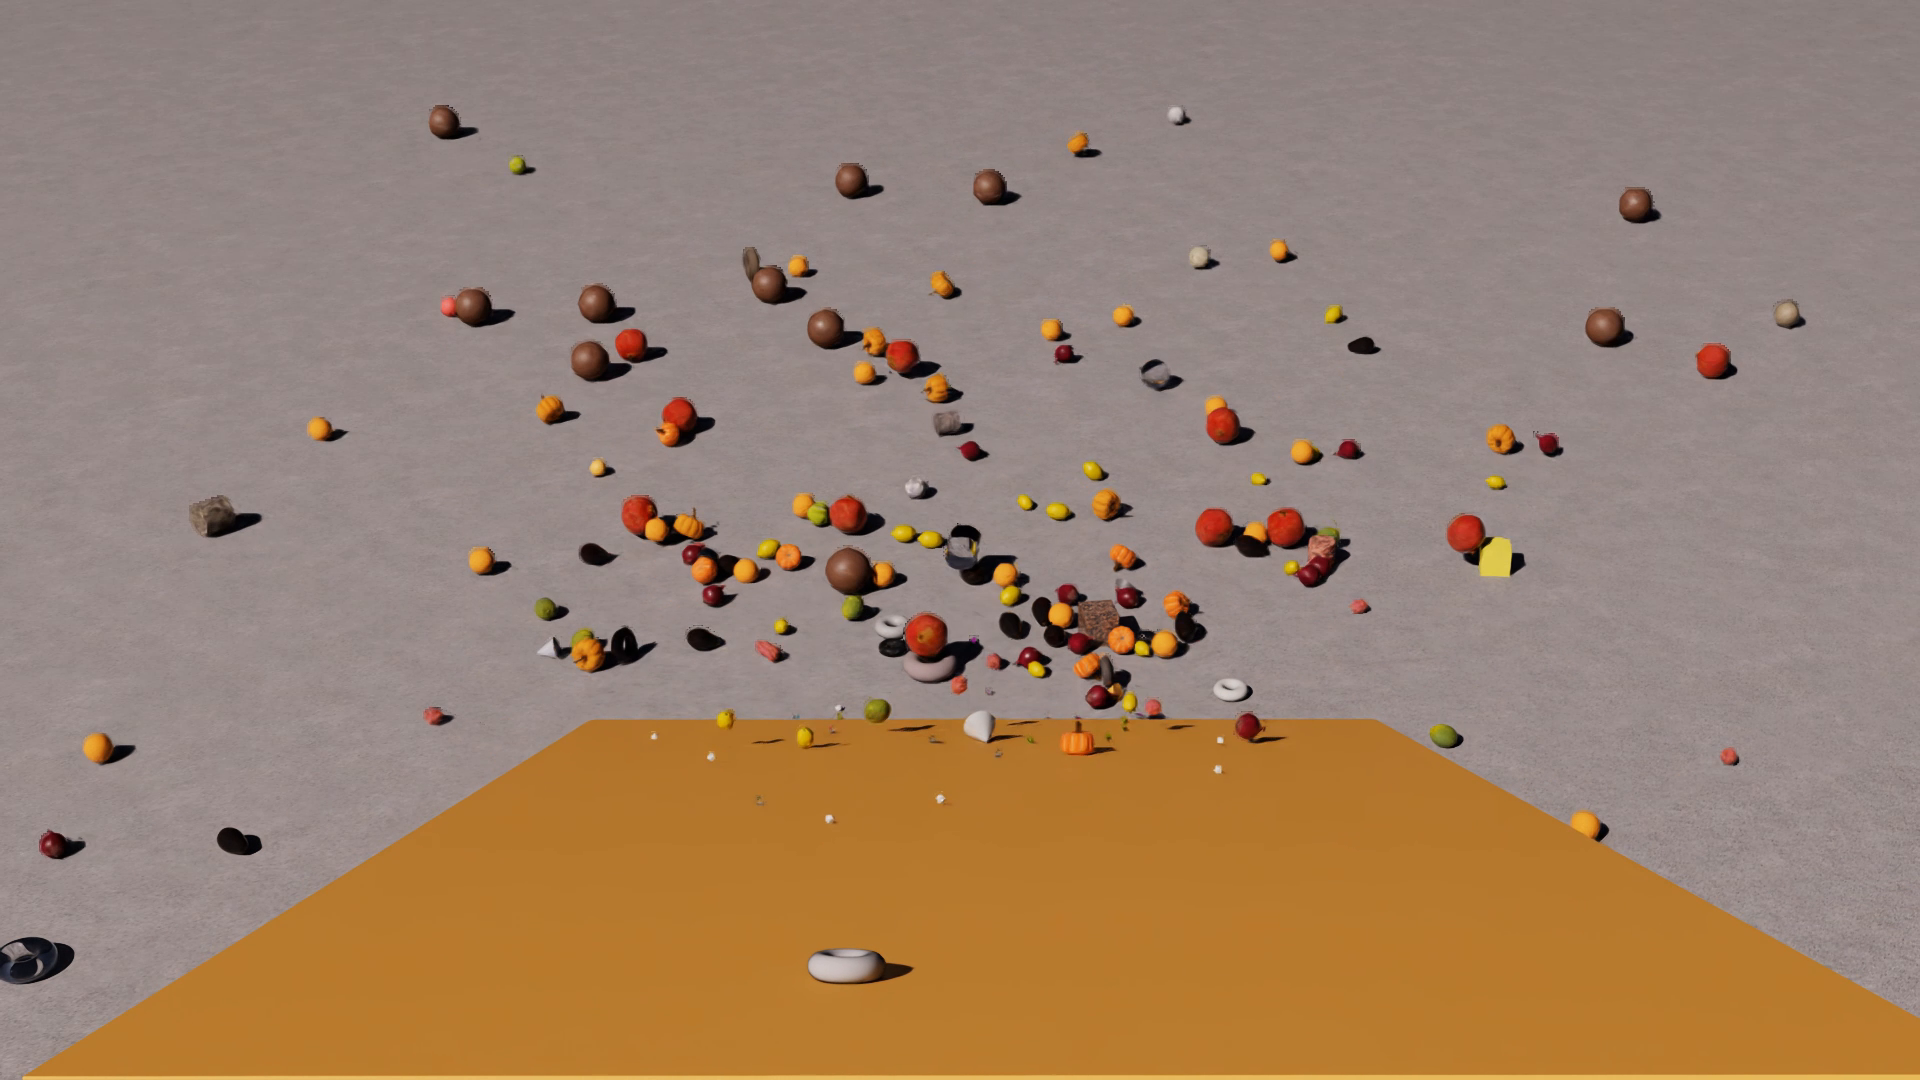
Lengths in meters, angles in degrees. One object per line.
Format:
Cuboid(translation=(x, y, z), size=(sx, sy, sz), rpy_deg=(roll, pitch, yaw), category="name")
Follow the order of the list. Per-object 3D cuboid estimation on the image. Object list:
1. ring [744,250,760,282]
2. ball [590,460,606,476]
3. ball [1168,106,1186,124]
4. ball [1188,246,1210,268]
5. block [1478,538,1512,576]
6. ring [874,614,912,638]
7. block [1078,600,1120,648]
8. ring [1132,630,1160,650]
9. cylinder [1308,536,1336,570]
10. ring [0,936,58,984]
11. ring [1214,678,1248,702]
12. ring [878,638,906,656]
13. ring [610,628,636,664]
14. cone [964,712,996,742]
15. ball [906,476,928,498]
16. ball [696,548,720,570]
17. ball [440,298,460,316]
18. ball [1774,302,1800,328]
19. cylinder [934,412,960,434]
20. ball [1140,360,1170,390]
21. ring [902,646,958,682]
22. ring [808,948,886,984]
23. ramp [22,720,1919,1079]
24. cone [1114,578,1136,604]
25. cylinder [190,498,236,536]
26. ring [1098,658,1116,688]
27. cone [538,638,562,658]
Cuboid(translation=(-0.770, -1.017, 9.564), size=(0.040, 0.121, 0.121), rpy_deg=(-9, 28, -16), category="ring")
Cuboid(translation=(-1.133, -0.226, 8.080), size=(0.051, 0.051, 0.051), rpy_deg=(0, 27, 0), category="ball")
Cuboid(translation=(0.948, -1.860, 11.297), size=(0.075, 0.075, 0.075), rpy_deg=(0, 27, 0), category="ball")
Cuboid(translation=(0.901, -1.062, 9.708), size=(0.081, 0.081, 0.081), rpy_deg=(0, 27, 0), category="ball")
Cuboid(translation=(1.555, 0.049, 7.499), size=(0.083, 0.083, 0.083), rpy_deg=(2, 27, 5), category="block")
Cuboid(translation=(-0.185, 0.241, 7.174), size=(0.103, 0.034, 0.103), rpy_deg=(0, 28, 0), category="ring")
Cuboid(translation=(0.382, 0.231, 7.125), size=(0.094, 0.094, 0.094), rpy_deg=(-4, 27, -9), category="block")
Cuboid(translation=(0.512, 0.276, 7.112), size=(0.080, 0.027, 0.080), rpy_deg=(1, 27, 0), category="ring")
Cuboid(translation=(1.054, 0.037, 7.529), size=(0.077, 0.077, 0.077), rpy_deg=(0, 27, 0), category="cylinder")
Cuboid(translation=(-2.091, 0.939, 5.773), size=(0.143, 0.048, 0.143), rpy_deg=(-1, 27, 1), category="ring")
Cuboid(translation=(0.720, 0.399, 6.864), size=(0.093, 0.031, 0.093), rpy_deg=(-1, 27, 1), category="ring")
Cuboid(translation=(-0.185, 0.294, 7.076), size=(0.079, 0.026, 0.079), rpy_deg=(-1, 27, 1), category="ring")
Cuboid(translation=(-0.914, 0.287, 7.015), size=(0.033, 0.098, 0.098), rpy_deg=(1, 24, 28), category="ring")
Cuboid(translation=(0.055, 0.451, 5.997), size=(0.078, 0.078, 0.078), rpy_deg=(-6, 29, -12), category="cone")
Cuboid(translation=(-0.135, -0.160, 7.933), size=(0.067, 0.067, 0.067), rpy_deg=(0, 27, 0), category="ball")
Cuboid(translation=(-0.733, 0.056, 7.503), size=(0.066, 0.066, 0.066), rpy_deg=(0, 27, 0), category="ball")
Cuboid(translation=(-1.833, -0.837, 9.276), size=(0.067, 0.067, 0.067), rpy_deg=(0, 27, 0), category="ball")
Cuboid(translation=(2.942, -0.802, 9.182), size=(0.090, 0.090, 0.090), rpy_deg=(0, 27, 0), category="ball")
Cuboid(translation=(-0.042, -0.378, 8.359), size=(0.070, 0.070, 0.070), rpy_deg=(-7, 27, -16), category="cylinder")
Cuboid(translation=(0.658, -0.558, 8.686), size=(0.099, 0.099, 0.099), rpy_deg=(0, 27, 0), category="ball")
Cuboid(translation=(-0.081, 0.334, 6.971), size=(0.150, 0.050, 0.150), rpy_deg=(0, 26, 0), category="ring")
Cuboid(translation=(-0.136, 0.510, 3.095), size=(0.094, 0.031, 0.094), rpy_deg=(1, 0, 0), category="ring")
Cuboid(translation=(0.061, 0.546, 4.583), size=(2.000, 0.100, 4.000), rpy_deg=(0, 1, 0), category="ramp")
Cuboid(translation=(0.456, 0.157, 7.345), size=(0.067, 0.067, 0.067), rpy_deg=(18, 58, 31), category="cone")
Cuboid(translation=(-2.233, -0.069, 7.719), size=(0.094, 0.094, 0.094), rpy_deg=(-24, 35, -38), category="cylinder")
Cuboid(translation=(0.392, 0.352, 6.879), size=(0.029, 0.087, 0.087), rpy_deg=(-21, 28, 1), category="ring")
Cuboid(translation=(-1.128, 0.303, 7.044), size=(0.062, 0.062, 0.062), rpy_deg=(-16, 25, 9), category="cone")
